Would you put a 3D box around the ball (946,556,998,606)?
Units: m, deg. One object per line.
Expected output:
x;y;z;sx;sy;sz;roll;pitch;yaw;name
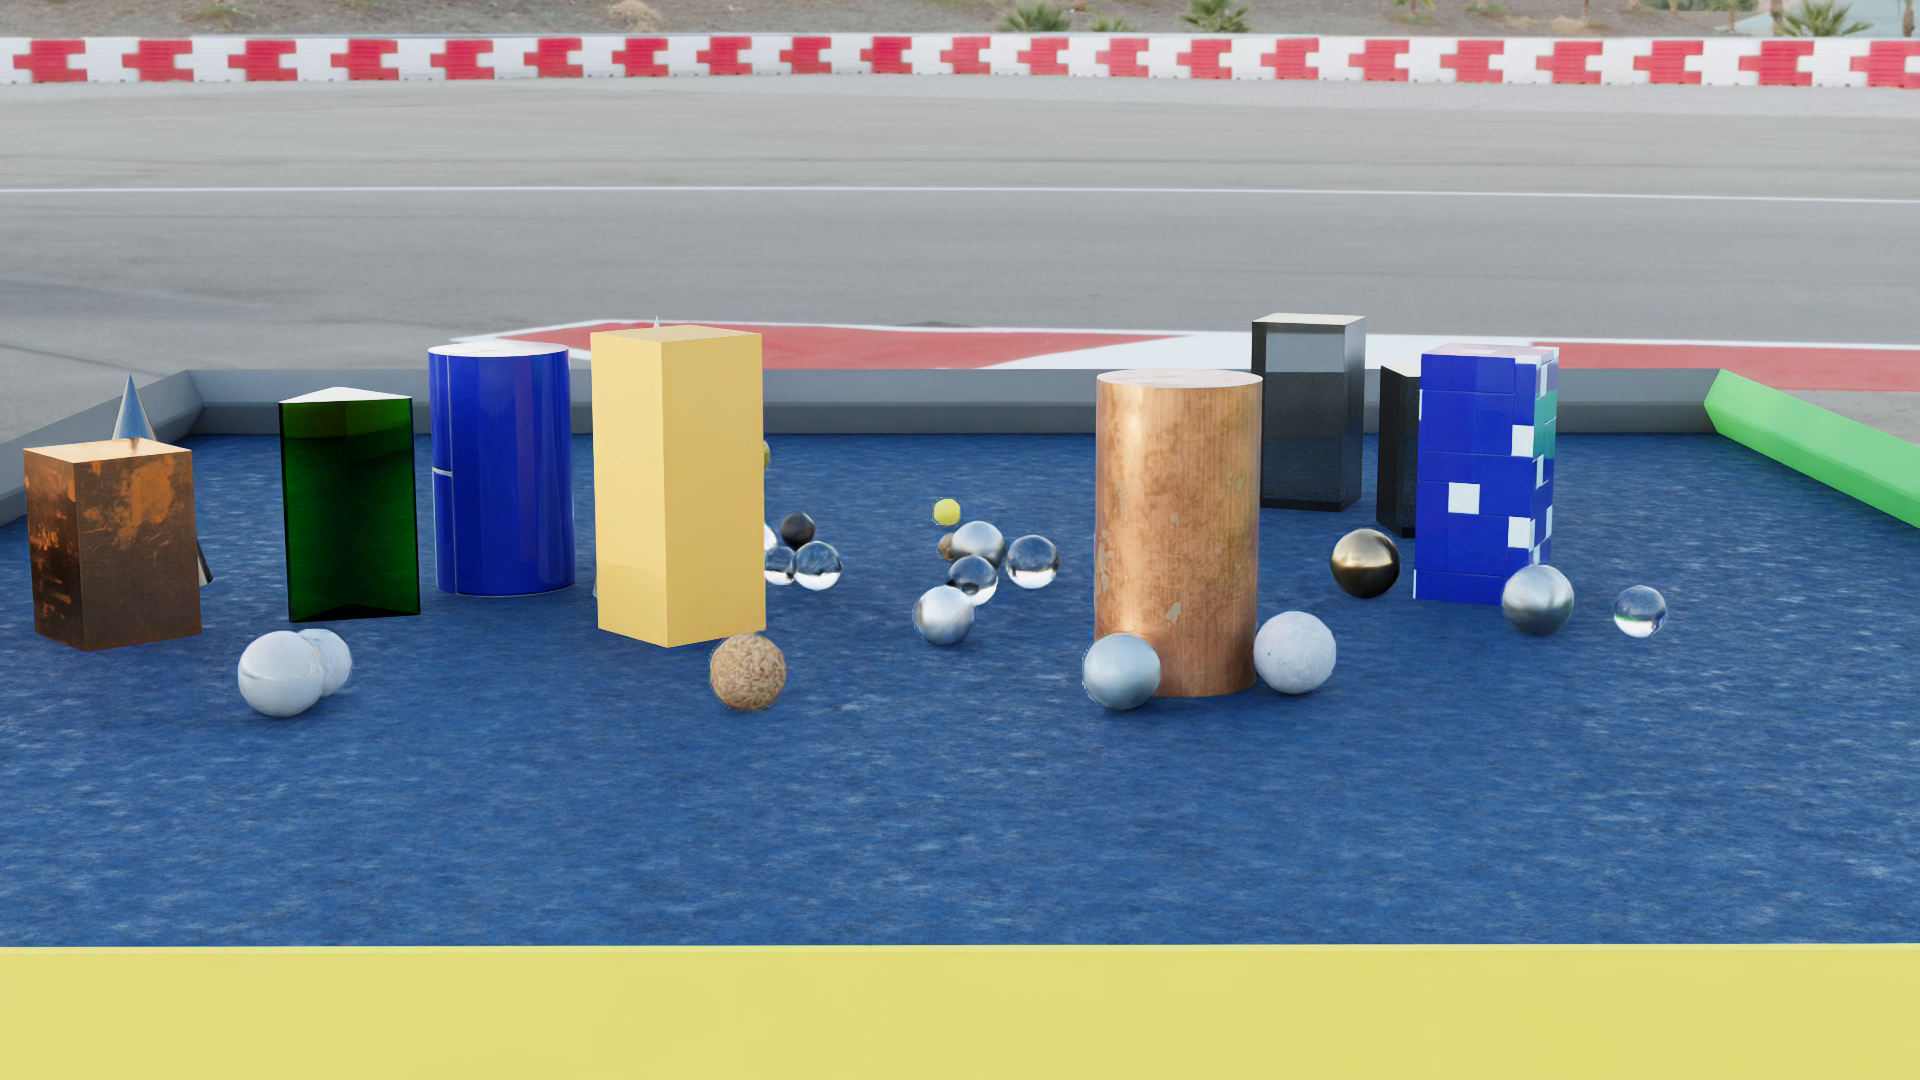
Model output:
0.016;0.056;3.487;0.069;0.069;0.069;0;11;0;ball

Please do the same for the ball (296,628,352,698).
-0.749;0.143;2.984;0.082;0.082;0.082;0;11;0;ball

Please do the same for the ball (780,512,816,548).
-0.248;-0.015;3.912;0.054;0.054;0.054;0;11;0;ball

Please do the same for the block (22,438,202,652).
-1.091;0.003;3.303;0.156;0.240;0.156;-9;14;-41;block

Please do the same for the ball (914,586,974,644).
-0.020;0.096;3.256;0.075;0.075;0.075;0;11;0;ball

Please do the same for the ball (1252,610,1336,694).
0.391;0.132;3.000;0.097;0.097;0.097;0;11;0;ball

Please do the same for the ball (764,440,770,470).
-0.378;-0.152;4.577;0.080;0.080;0.080;0;11;0;ball

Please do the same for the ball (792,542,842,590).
-0.200;0.036;3.592;0.069;0.069;0.069;0;11;0;ball

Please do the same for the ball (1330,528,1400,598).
0.559;0.032;3.539;0.096;0.096;0.096;0;11;0;ball

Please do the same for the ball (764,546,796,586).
-0.254;0.036;3.626;0.057;0.057;0.057;0;11;0;ball

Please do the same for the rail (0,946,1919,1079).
0.010;0.339;1.800;3.060;0.127;0.045;0;11;0;rail

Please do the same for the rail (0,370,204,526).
-1.506;0.034;3.440;0.045;0.127;3.403;0;11;0;rail

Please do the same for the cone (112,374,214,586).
-1.165;-0.088;3.626;0.195;0.301;0.195;0;11;0;cone

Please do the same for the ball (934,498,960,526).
-0.020;-0.044;4.094;0.044;0.044;0.044;0;11;0;ball

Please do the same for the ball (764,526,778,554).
-0.300;0.014;3.672;0.082;0.082;0.082;0;11;0;ball

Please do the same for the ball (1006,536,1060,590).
0.102;0.031;3.604;0.076;0.076;0.076;0;11;0;ball

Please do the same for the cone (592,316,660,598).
-0.416;-0.118;3.556;0.195;0.387;0.195;0;11;0;cone

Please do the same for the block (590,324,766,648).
-0.363;-0.074;3.316;0.156;0.387;0.156;-9;14;-41;block

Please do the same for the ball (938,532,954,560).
-0.012;0.010;3.810;0.041;0.041;0.041;0;11;0;ball

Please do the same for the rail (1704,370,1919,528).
1.506;0.031;3.458;0.045;0.127;3.403;0;11;0;rail

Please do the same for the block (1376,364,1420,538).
0.757;-0.142;4.052;0.156;0.253;0.156;-1;11;-6;block

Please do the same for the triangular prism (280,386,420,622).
-0.827;-0.052;3.456;0.169;0.293;0.146;-3;11;-18;triangular prism

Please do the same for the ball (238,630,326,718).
-0.765;0.151;2.894;0.097;0.097;0.097;0;11;0;ball

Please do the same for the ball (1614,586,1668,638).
0.873;0.092;3.294;0.068;0.068;0.068;0;11;0;ball

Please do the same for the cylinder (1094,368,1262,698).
0.258;-0.013;3.051;0.195;0.363;0.195;0;11;0;cylinder

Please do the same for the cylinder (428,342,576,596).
-0.645;-0.103;3.617;0.195;0.334;0.195;0;11;0;cylinder

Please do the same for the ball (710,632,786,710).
-0.242;0.150;2.928;0.088;0.088;0.088;0;11;0;ball

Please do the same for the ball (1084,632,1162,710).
0.185;0.150;2.927;0.089;0.089;0.089;0;11;0;ball

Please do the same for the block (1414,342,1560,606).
0.729;-0.094;3.552;0.156;0.339;0.156;5;11;23;block

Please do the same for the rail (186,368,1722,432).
-0.010;-0.273;5.098;3.060;0.127;0.045;0;11;0;rail

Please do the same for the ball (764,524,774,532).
-0.301;-0.003;3.865;0.046;0.046;0.046;0;11;0;ball

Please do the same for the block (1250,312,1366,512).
0.581;-0.216;4.292;0.156;0.309;0.156;4;11;21;block

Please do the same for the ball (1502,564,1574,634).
0.747;0.077;3.314;0.091;0.091;0.091;0;11;0;ball

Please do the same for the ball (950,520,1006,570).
0.026;0.013;3.686;0.081;0.081;0.081;0;11;0;ball
